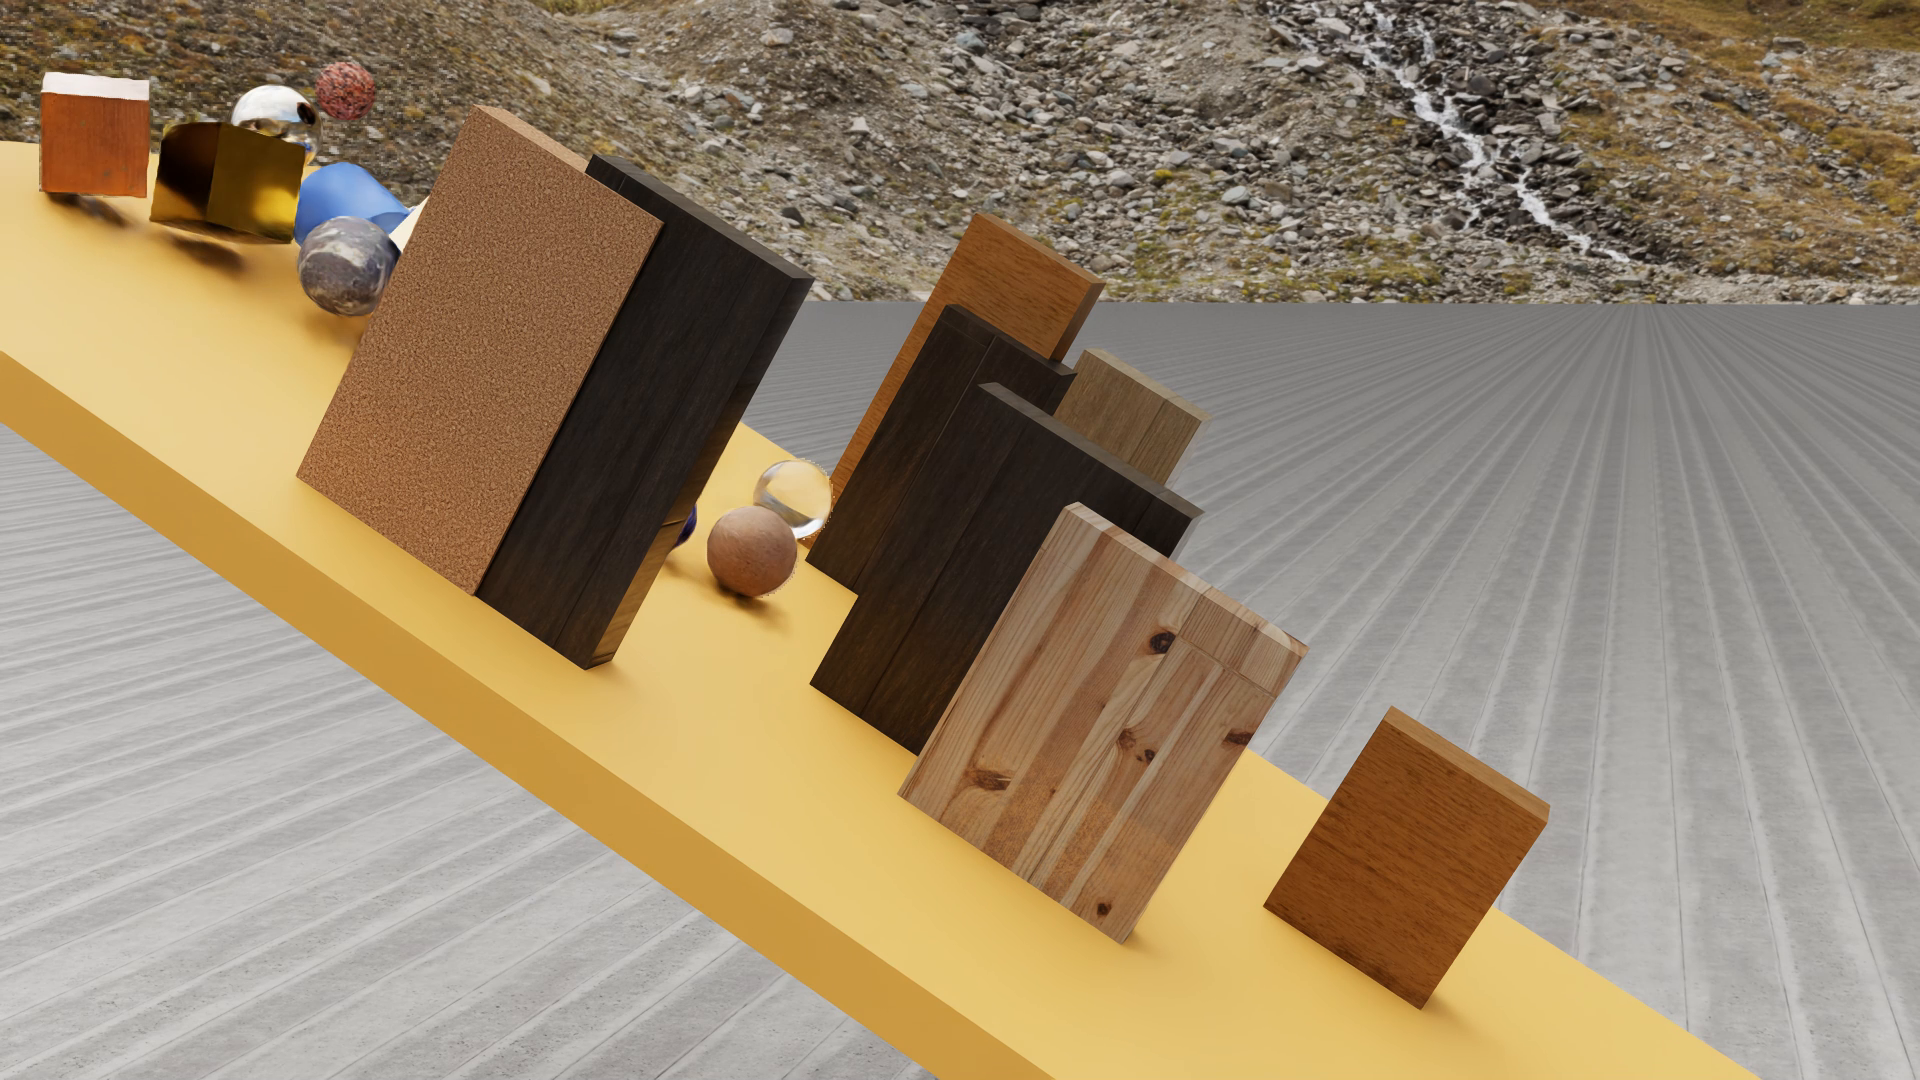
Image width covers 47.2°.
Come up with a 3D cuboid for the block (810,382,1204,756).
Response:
[{"bbox_3d":[0.077,0.104,3.836,0.433,0.618,0.117,33,15,11],"label":"block"}]

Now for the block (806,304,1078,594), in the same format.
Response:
[{"bbox_3d":[-0.041,-0.148,4.479,0.275,0.607,0.132,33,15,11],"label":"block"}]

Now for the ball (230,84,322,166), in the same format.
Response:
[{"bbox_3d":[-1.422,-0.853,4.574,0.186,0.186,0.186,0,7,0],"label":"ball"}]

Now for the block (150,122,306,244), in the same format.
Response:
[{"bbox_3d":[-1.433,-0.696,4.306,0.192,0.192,0.192,6,-3,38],"label":"block"}]

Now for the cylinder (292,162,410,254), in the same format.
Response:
[{"bbox_3d":[-1.239,-0.633,4.523,0.208,0.208,0.208,-7,40,-46],"label":"cylinder"}]

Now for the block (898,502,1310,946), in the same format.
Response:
[{"bbox_3d":[0.227,0.297,3.583,0.444,0.565,0.093,33,15,11],"label":"block"}]

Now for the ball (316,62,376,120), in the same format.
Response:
[{"bbox_3d":[-1.272,-0.929,4.554,0.121,0.121,0.121,0,7,0],"label":"ball"}]

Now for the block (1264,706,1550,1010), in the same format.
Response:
[{"bbox_3d":[0.821,0.582,4.052,0.338,0.422,0.141,33,15,11],"label":"block"}]

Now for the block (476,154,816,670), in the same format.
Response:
[{"bbox_3d":[-0.559,-0.197,3.444,0.374,0.708,0.097,33,15,11],"label":"block"}]

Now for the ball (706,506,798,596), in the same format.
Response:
[{"bbox_3d":[-0.390,0.020,4.117,0.170,0.170,0.170,0,7,0],"label":"ball"}]

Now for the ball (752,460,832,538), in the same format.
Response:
[{"bbox_3d":[-0.342,-0.084,4.494,0.162,0.162,0.162,0,7,0],"label":"ball"}]

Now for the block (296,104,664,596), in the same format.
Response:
[{"bbox_3d":[-0.748,-0.296,3.481,0.365,0.675,0.097,33,15,11],"label":"block"}]

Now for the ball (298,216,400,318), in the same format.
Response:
[{"bbox_3d":[-1.187,-0.531,4.276,0.195,0.195,0.195,0,7,0],"label":"ball"}]

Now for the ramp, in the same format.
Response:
[{"bbox_3d":[-0.181,0.298,4.126,4.000,0.100,2.000,33,15,11],"label":"ramp"}]

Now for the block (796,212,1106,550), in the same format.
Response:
[{"bbox_3d":[-0.023,-0.261,4.542,0.278,0.783,0.127,33,15,11],"label":"block"}]

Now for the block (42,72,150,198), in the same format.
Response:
[{"bbox_3d":[-1.642,-0.770,4.179,0.185,0.185,0.185,1,22,-21],"label":"block"}]

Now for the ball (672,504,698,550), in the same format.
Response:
[{"bbox_3d":[-0.555,-0.045,4.092,0.134,0.134,0.134,0,7,0],"label":"ball"}]

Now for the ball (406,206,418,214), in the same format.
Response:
[{"bbox_3d":[-1.144,-0.629,4.715,0.179,0.179,0.179,0,7,0],"label":"ball"}]

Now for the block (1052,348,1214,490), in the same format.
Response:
[{"bbox_3d":[0.268,-0.086,4.868,0.300,0.607,0.148,33,15,11],"label":"block"}]

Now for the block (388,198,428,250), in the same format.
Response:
[{"bbox_3d":[-0.985,-0.570,4.285,0.146,0.146,0.146,45,-1,23],"label":"block"}]
